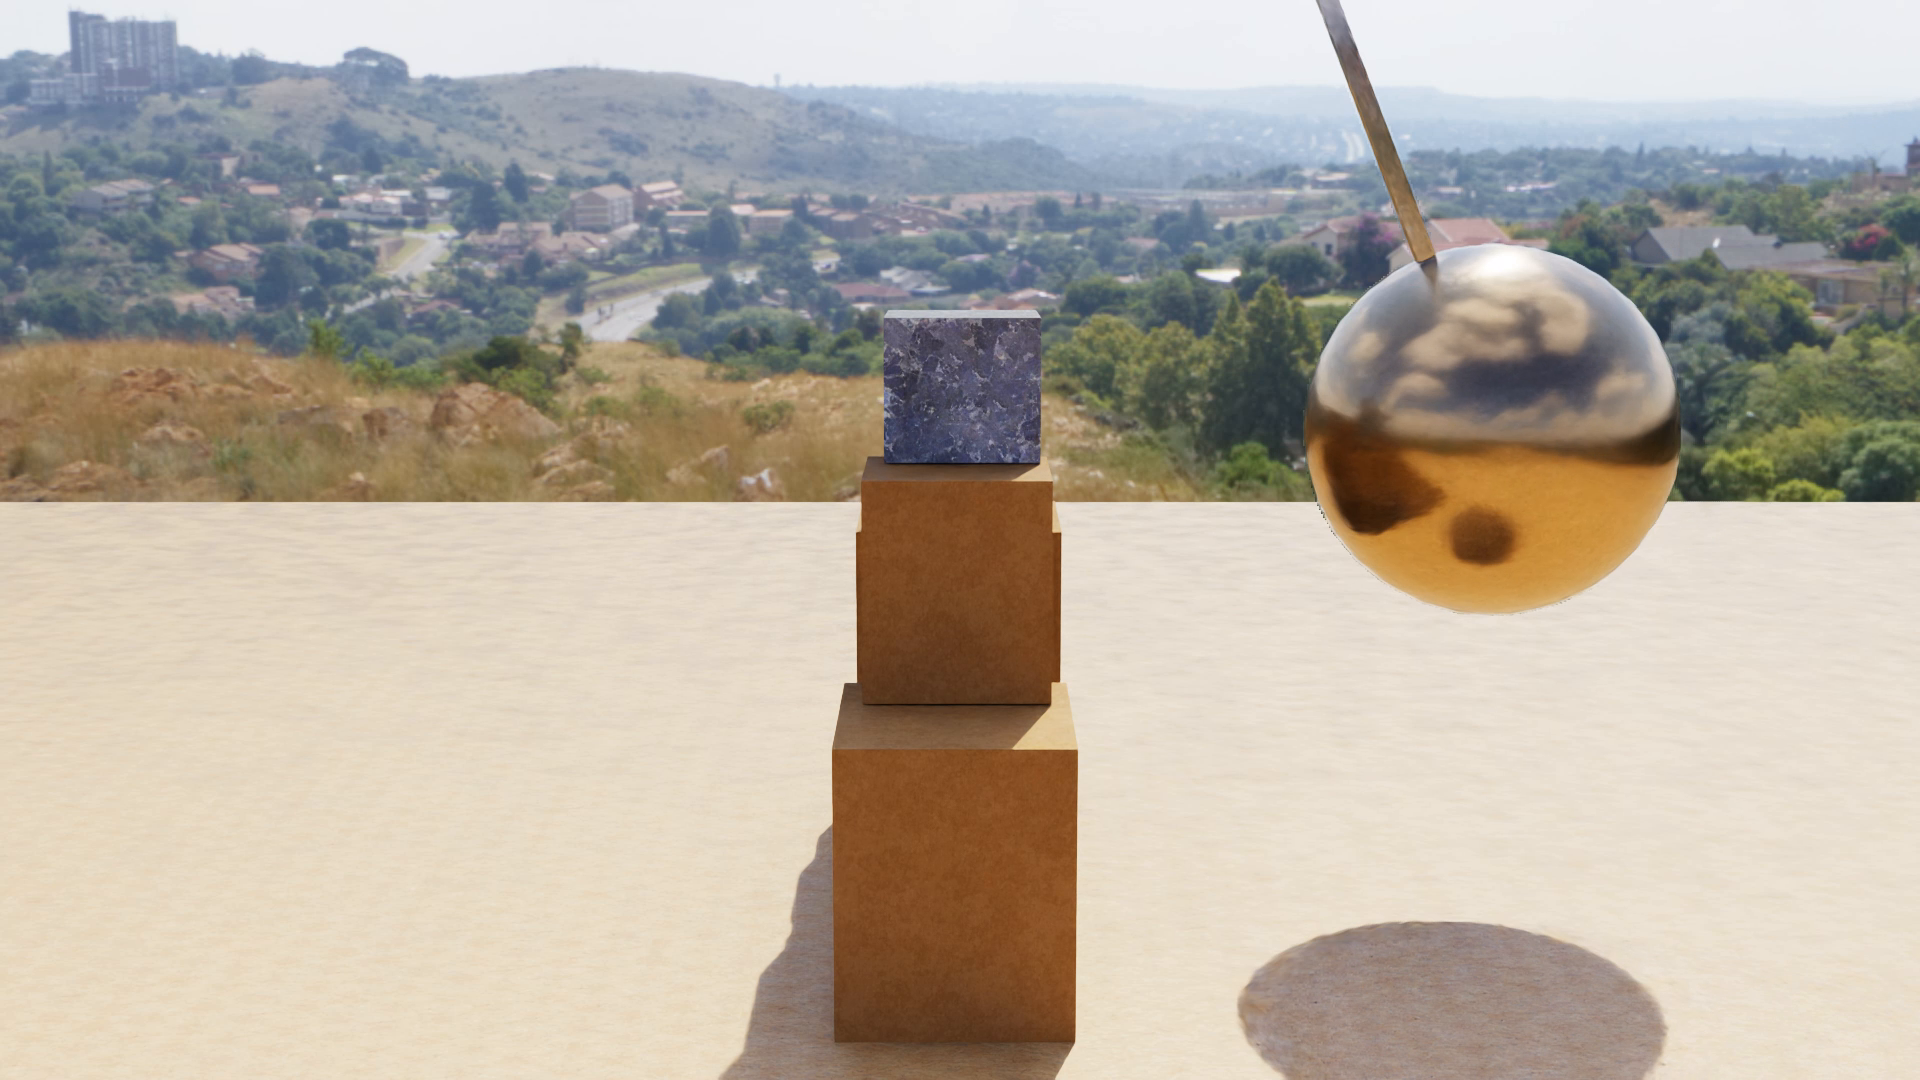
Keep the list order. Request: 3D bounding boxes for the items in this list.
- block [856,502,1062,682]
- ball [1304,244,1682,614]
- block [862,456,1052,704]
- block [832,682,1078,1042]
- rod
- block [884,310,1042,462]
[{"bbox_3d":[-0.005,0.334,10.951,0.842,0.885,0.781,0,10,0],"label":"block"},{"bbox_3d":[2.295,-0.477,11.094,1.600,1.600,1.600,0,10,0],"label":"ball"},{"bbox_3d":[-0.011,0.145,10.149,0.727,0.864,0.726,0,9,0],"label":"block"},{"bbox_3d":[-0.018,1.207,9.826,0.886,1.110,1.026,0,10,0],"label":"block"},{"bbox_3d":[0.994,-3.568,10.532,0.080,5.200,0.080,-22,10,4],"label":"rod"},{"bbox_3d":[0.009,-0.638,10.500,0.622,0.574,0.701,0,8,0],"label":"block"}]
